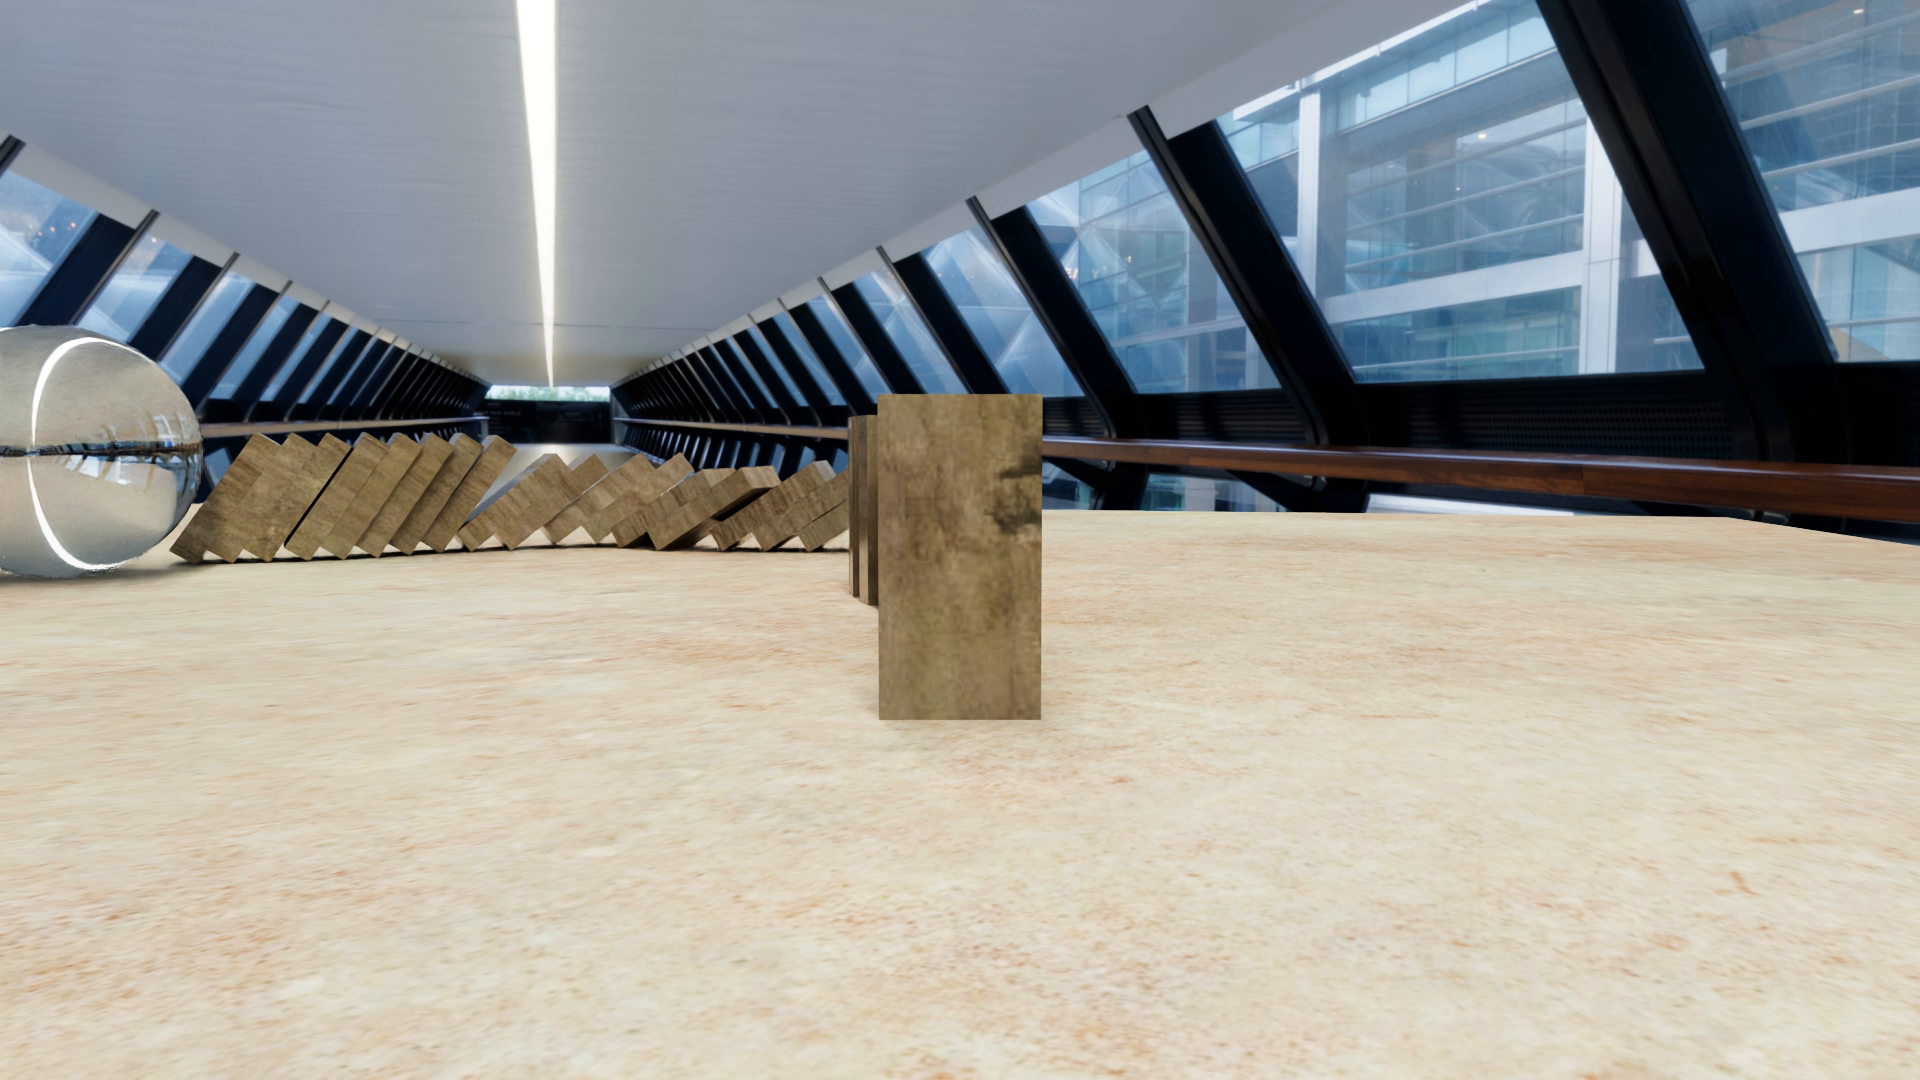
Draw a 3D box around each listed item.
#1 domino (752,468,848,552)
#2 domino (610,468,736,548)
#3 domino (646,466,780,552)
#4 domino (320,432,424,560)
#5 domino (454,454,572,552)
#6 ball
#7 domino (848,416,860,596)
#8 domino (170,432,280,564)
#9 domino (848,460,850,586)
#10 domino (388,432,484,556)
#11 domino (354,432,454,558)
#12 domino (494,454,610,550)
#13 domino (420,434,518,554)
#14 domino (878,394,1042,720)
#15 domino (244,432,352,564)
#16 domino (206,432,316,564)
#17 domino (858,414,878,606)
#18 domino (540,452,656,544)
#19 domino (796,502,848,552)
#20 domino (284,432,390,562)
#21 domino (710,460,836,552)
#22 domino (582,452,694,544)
[{"bbox_3d":[-0.057,-0.014,0.511,0.050,0.010,0.025,-33,1,8],"label":"domino"},{"bbox_3d":[-0.115,-0.013,0.525,0.050,0.009,0.025,-29,-6,20],"label":"domino"},{"bbox_3d":[-0.098,-0.013,0.512,0.050,0.010,0.025,-31,-7,20],"label":"domino"},{"bbox_3d":[-0.222,-0.017,0.483,0.009,0.050,0.025,36,-13,-26],"label":"domino"},{"bbox_3d":[-0.183,-0.016,0.520,0.050,0.009,0.025,-43,22,-19],"label":"domino"},{"bbox_3d":[-0.286,-0.028,0.407,0.080,0.080,0.080,0,4,0],"label":"ball"},{"bbox_3d":[-0.018,-0.010,0.362,0.025,0.050,0.010,-1,4,-10],"label":"domino"},{"bbox_3d":[-0.265,-0.016,0.465,0.010,0.050,0.025,36,-11,-23],"label":"domino"},{"bbox_3d":[-0.021,-0.011,0.384,0.025,0.050,0.010,0,7,2],"label":"domino"},{"bbox_3d":[-0.206,-0.018,0.501,0.009,0.050,0.025,36,-13,-26],"label":"domino"},{"bbox_3d":[-0.214,-0.018,0.491,0.010,0.050,0.025,36,-13,-26],"label":"domino"},{"bbox_3d":[-0.170,-0.016,0.528,0.050,0.009,0.025,-43,21,-18],"label":"domino"},{"bbox_3d":[-0.197,-0.019,0.510,0.009,0.050,0.025,38,-14,-25],"label":"domino"},{"bbox_3d":[0.000,0.002,0.201,0.025,0.050,0.010,0,4,0],"label":"domino"},{"bbox_3d":[-0.243,-0.016,0.472,0.009,0.050,0.025,36,-11,-23],"label":"domino"},{"bbox_3d":[-0.254,-0.016,0.469,0.010,0.050,0.025,36,-11,-23],"label":"domino"},{"bbox_3d":[-0.014,-0.008,0.345,0.025,0.050,0.009,-1,4,-18],"label":"domino"},{"bbox_3d":[-0.152,-0.017,0.538,0.050,0.009,0.025,-40,13,-18],"label":"domino"},{"bbox_3d":[-0.039,-0.012,0.510,0.050,0.010,0.025,-30,1,7],"label":"domino"},{"bbox_3d":[-0.232,-0.017,0.477,0.010,0.050,0.025,36,-12,-26],"label":"domino"},{"bbox_3d":[-0.074,-0.014,0.512,0.050,0.009,0.025,-33,1,8],"label":"domino"},{"bbox_3d":[-0.135,-0.018,0.541,0.050,0.010,0.025,-39,8,-10],"label":"domino"}]
